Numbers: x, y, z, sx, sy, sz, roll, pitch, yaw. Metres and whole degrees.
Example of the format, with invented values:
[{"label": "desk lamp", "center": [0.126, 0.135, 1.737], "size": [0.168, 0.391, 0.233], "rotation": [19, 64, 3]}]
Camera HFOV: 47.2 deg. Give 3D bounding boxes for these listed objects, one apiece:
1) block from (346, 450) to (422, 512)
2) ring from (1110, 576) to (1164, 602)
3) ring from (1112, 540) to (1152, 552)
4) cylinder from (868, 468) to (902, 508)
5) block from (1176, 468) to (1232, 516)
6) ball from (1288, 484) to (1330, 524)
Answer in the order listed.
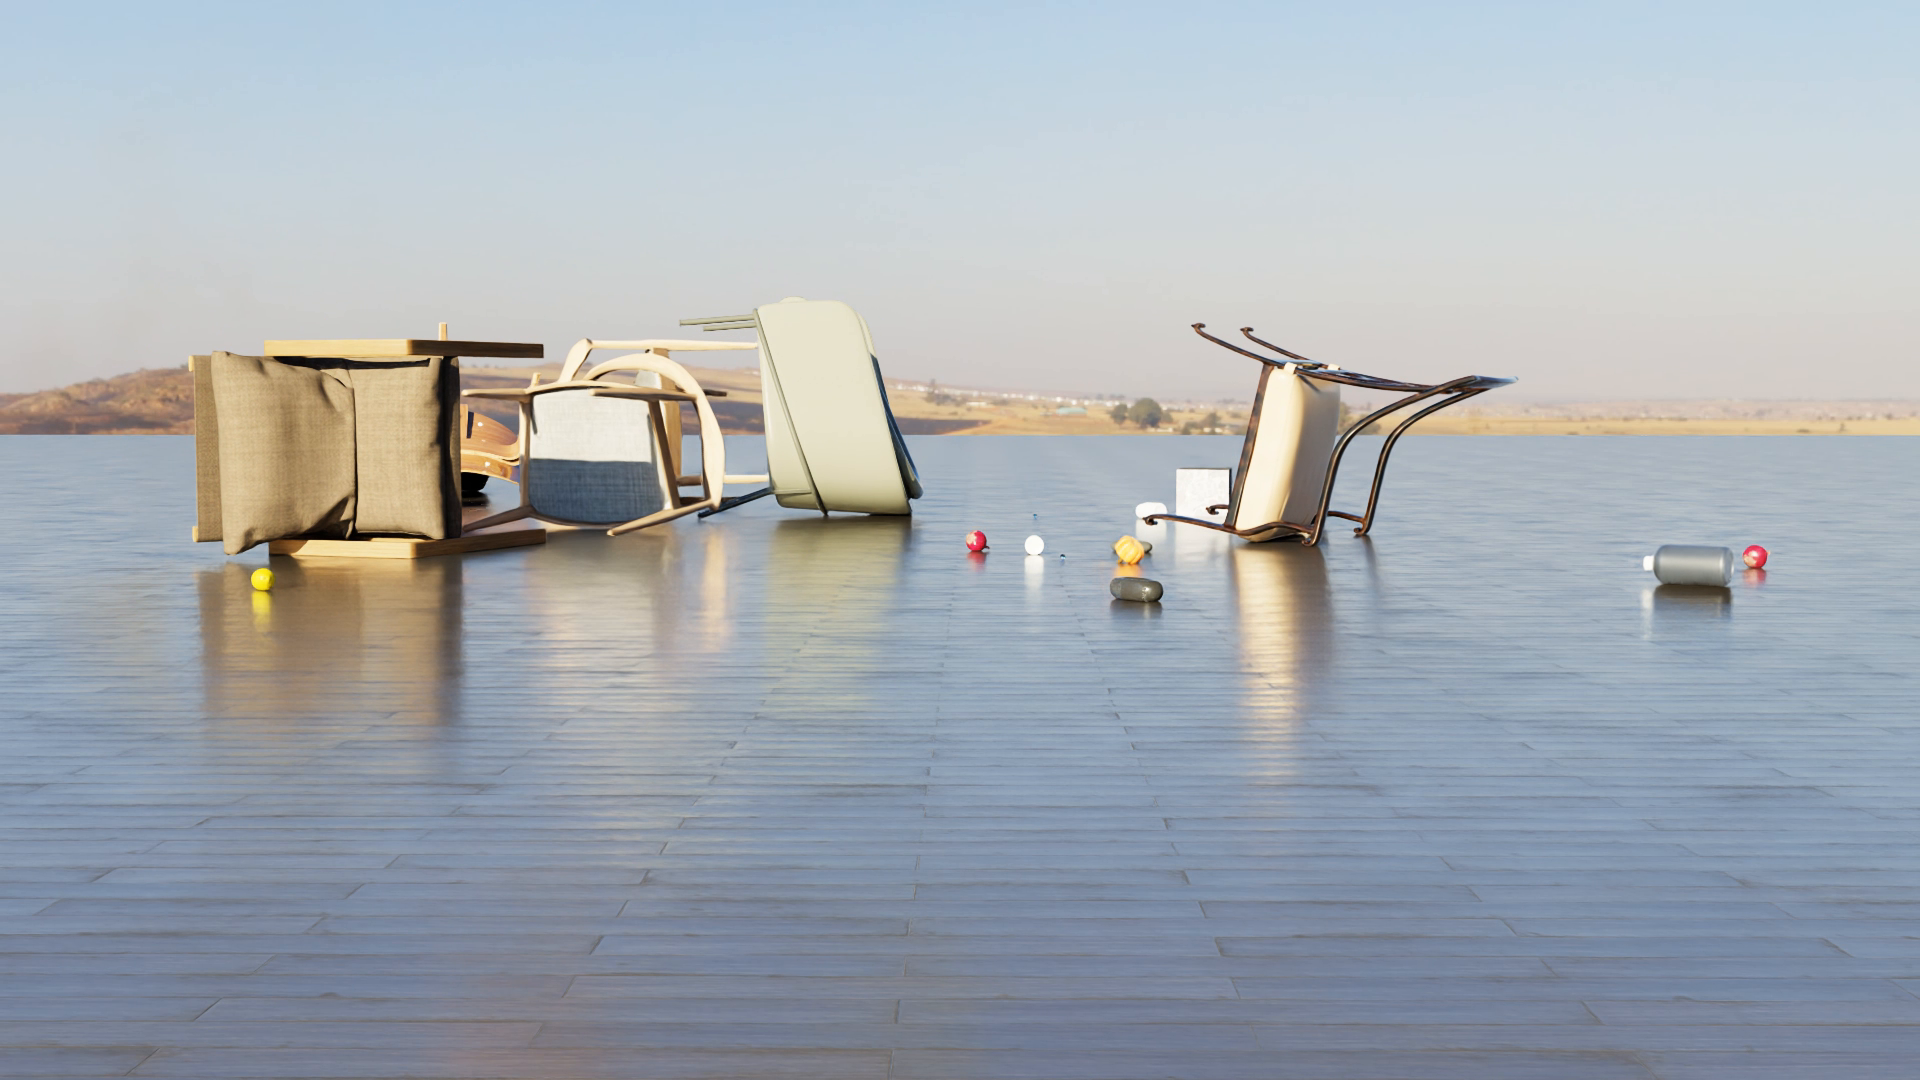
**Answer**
[{"label": "block", "center": [-2.128, -0.218, 8.125], "size": [0.265, 0.219, 0.173], "rotation": [-1, 4, -15]}, {"label": "ring", "center": [0.376, 0.105, 4.692], "size": [0.083, 0.046, 0.145], "rotation": [-1, 5, -38]}, {"label": "ring", "center": [0.474, 0.018, 6.077], "size": [0.122, 0.029, 0.089], "rotation": [3, 6, 34]}, {"label": "cylinder", "center": [-0.282, -0.197, 8.334], "size": [0.128, 0.148, 0.180], "rotation": [-1, 4, -17]}, {"label": "block", "center": [0.878, -0.174, 7.891], "size": [0.183, 0.163, 0.247], "rotation": [1, 4, 10]}, {"label": "ball", "center": [1.154, -0.117, 7.272], "size": [0.134, 0.134, 0.134], "rotation": [0, 4, 0]}]
